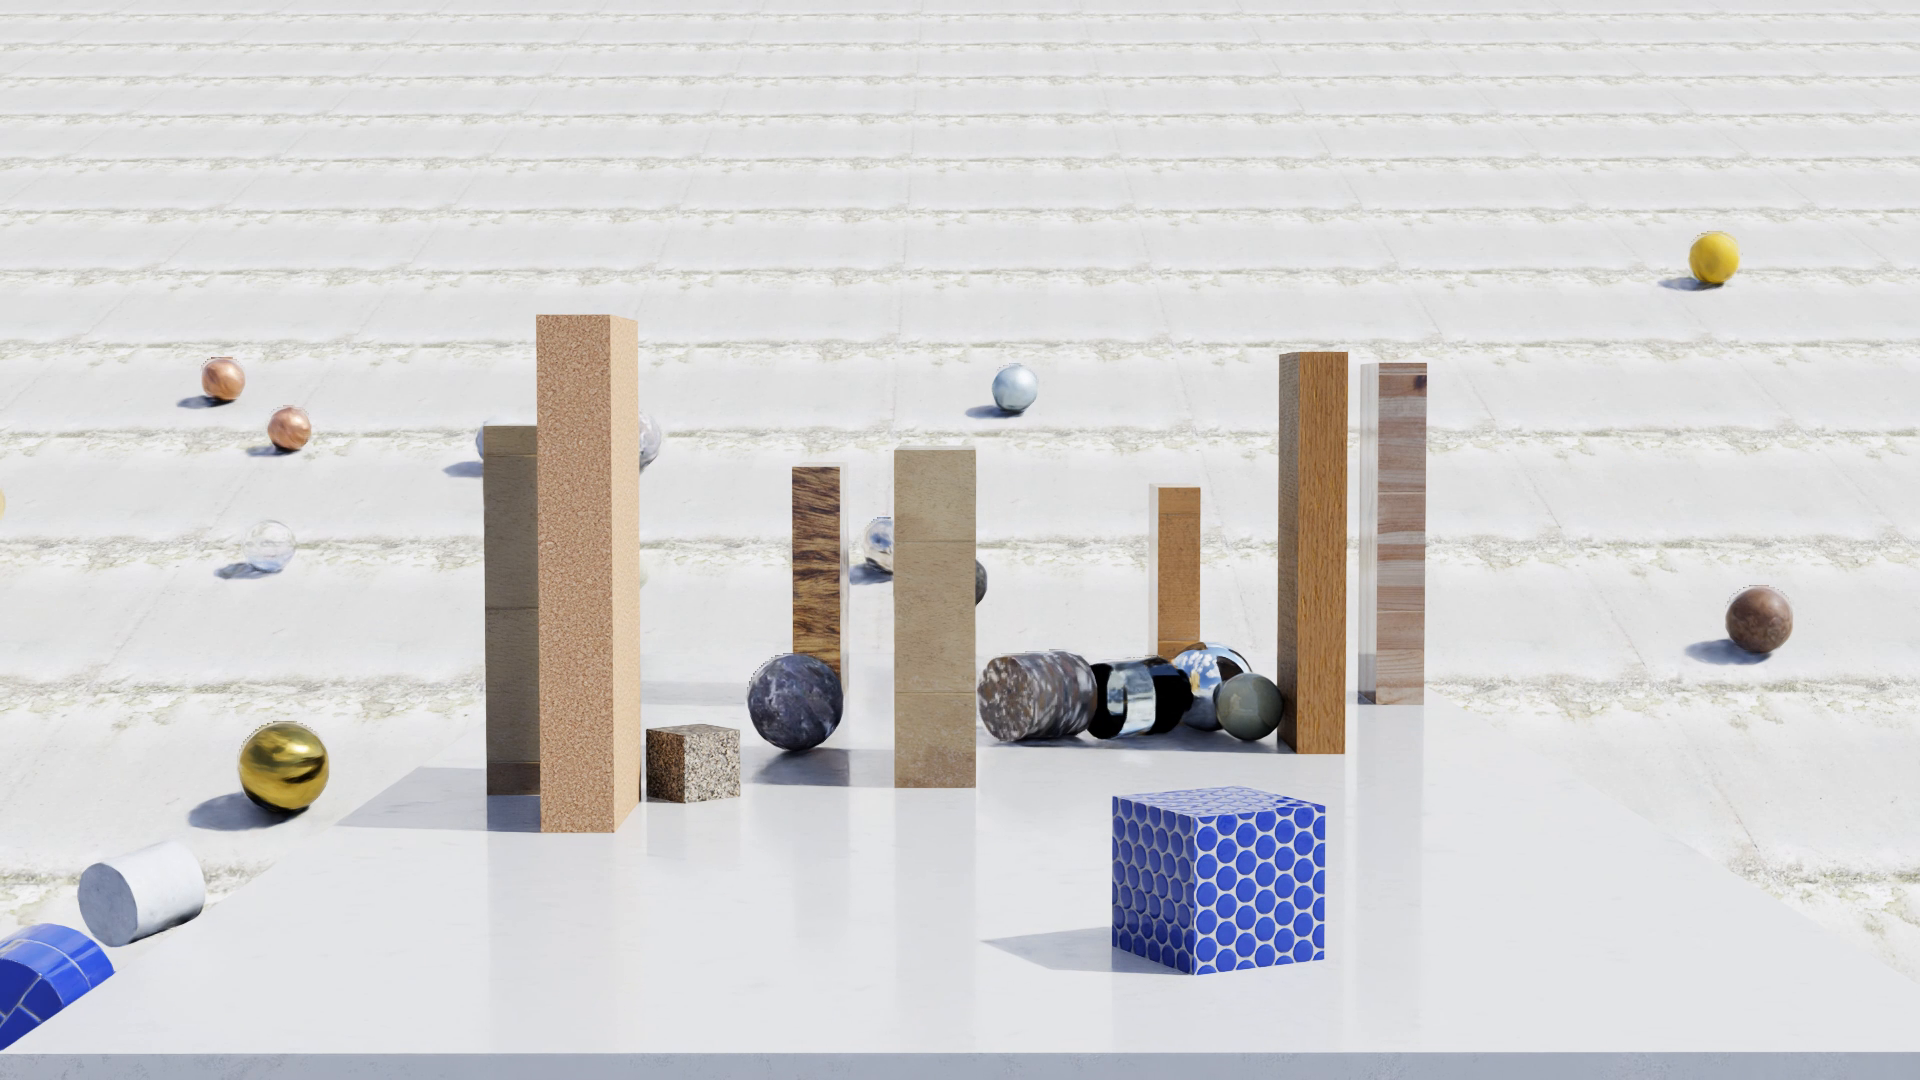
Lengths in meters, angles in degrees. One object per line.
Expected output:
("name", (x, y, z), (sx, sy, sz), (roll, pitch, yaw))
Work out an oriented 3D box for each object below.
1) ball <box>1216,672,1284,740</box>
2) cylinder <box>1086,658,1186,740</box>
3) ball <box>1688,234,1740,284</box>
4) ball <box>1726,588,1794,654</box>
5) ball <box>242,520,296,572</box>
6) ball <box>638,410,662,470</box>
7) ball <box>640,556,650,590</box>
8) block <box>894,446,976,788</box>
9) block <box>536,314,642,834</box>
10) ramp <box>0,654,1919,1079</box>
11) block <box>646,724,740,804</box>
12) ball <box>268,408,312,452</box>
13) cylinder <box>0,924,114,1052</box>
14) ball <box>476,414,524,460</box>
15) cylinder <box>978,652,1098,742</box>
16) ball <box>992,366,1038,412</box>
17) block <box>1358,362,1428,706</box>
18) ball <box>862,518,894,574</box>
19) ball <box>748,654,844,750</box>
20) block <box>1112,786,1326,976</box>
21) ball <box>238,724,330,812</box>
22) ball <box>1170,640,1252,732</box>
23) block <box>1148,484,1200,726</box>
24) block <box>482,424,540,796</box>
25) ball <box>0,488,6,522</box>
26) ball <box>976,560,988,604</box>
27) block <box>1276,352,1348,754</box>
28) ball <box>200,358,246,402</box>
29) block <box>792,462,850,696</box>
("ball", (0.547, 0.315, 4.853), (0.129, 0.129, 0.129), (0, 21, 0))
("cylinder", (0.326, 0.302, 4.911), (0.147, 0.147, 0.147), (-3, 18, -39))
("ball", (2.965, -1.105, 10.101), (0.199, 0.199, 0.199), (0, 21, 0))
("ball", (2.100, 0.211, 6.748), (0.173, 0.173, 0.173), (0, 21, 0))
("ball", (-1.958, 0.015, 7.291), (0.147, 0.147, 0.147), (0, 21, 0))
("ball", (-1.034, -0.316, 8.080), (0.191, 0.191, 0.191), (0, 21, 0))
("ball", (-0.922, 0.090, 7.139), (0.117, 0.117, 0.117), (0, 21, 0))
("block", (-0.041, 0.120, 4.463), (0.135, 0.560, 0.441), (0, 3, 0))
("block", (-0.569, 0.043, 3.962), (0.109, 0.768, 0.328), (0, 3, 0))
("ramp", (0.049, 0.446, 4.532), (2.000, 0.100, 4.000), (0, 3, 0))
("block", (-0.433, 0.362, 4.170), (0.109, 0.109, 0.109), (-3, 4, -41))
("ball", (-2.153, -0.355, 8.254), (0.138, 0.138, 0.138), (0, 21, 0))
("cylinder", (-1.065, 0.535, 2.923), (0.163, 0.163, 0.163), (0, 5, 1))
("ball", (-1.436, -0.309, 8.088), (0.173, 0.173, 0.173), (0, 21, 0))
("cylinder", (0.148, 0.297, 4.882), (0.162, 0.162, 0.162), (-3, 18, -40))
("ball", (0.184, -0.506, 8.620), (0.155, 0.155, 0.155), (0, 21, 0))
("block", (0.927, -0.019, 5.522), (0.102, 0.720, 0.246), (0, 3, 0))
("ball", (-0.197, 0.018, 7.264), (0.159, 0.159, 0.159), (0, 21, 0))
("ball", (-0.301, 0.298, 4.717), (0.176, 0.176, 0.176), (0, 21, 0))
("block", (0.299, 0.391, 2.984), (0.178, 0.178, 0.178), (-2, 3, -28))
("ball", (-1.551, 0.524, 5.900), (0.205, 0.205, 0.205), (0, 21, 0))
("ball", (0.485, 0.283, 4.988), (0.176, 0.176, 0.176), (0, 21, 0))
("block", (0.432, 0.125, 5.191), (0.084, 0.471, 0.248), (0, 3, 0))
("block", (-0.724, 0.108, 4.306), (0.093, 0.601, 0.277), (0, 3, 0))
("ball", (-2.900, -0.104, 7.513), (0.207, 0.207, 0.207), (0, 21, 0))
("ball", (0.002, 0.116, 7.027), (0.150, 0.150, 0.150), (0, 21, 0))
("block", (0.655, 0.017, 4.791), (0.088, 0.729, 0.294), (0, 3, 0))
("ball", (-2.501, -0.542, 8.724), (0.148, 0.148, 0.148), (0, 21, 0))
("block", (-0.300, 0.088, 5.576), (0.100, 0.504, 0.427), (0, 3, 0))
